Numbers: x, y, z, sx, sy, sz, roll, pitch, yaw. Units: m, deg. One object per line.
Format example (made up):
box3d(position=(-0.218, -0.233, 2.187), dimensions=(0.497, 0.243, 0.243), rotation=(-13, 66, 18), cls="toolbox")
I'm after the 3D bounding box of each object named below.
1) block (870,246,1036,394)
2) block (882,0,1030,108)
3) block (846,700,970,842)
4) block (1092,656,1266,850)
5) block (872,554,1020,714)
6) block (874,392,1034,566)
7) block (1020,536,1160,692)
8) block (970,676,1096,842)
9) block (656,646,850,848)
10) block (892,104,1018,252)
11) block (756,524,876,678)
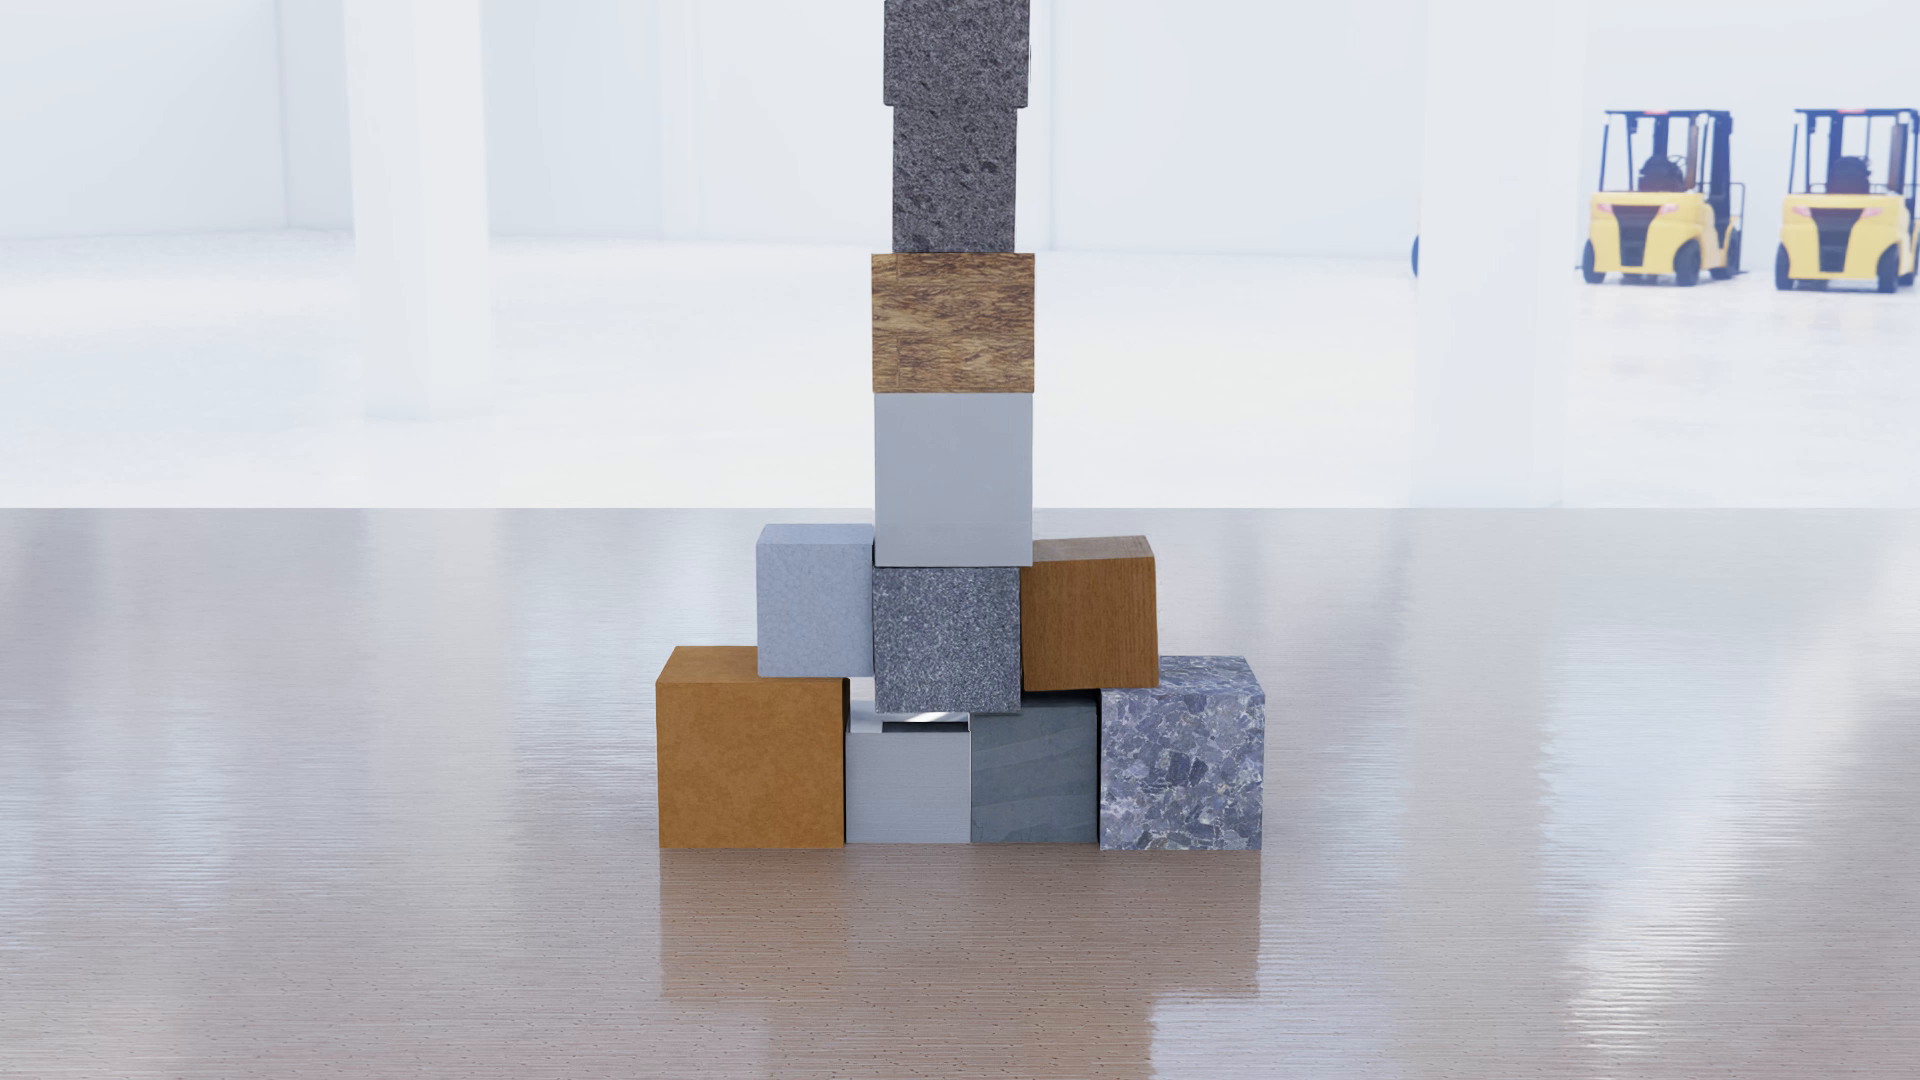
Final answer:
box3d(position=(-0.032, -1.115, 10.984), dimensions=(0.787, 0.672, 0.806), rotation=(0, 10, 0), cls="block")
box3d(position=(-0.017, -2.443, 10.741), dimensions=(0.690, 0.638, 0.696), rotation=(1, 10, 0), cls="block")
box3d(position=(-0.263, 1.192, 11.400), dimensions=(0.625, 0.576, 0.647), rotation=(0, 10, 0), cls="block")
box3d(position=(1.107, 1.085, 11.369), dimensions=(0.808, 0.797, 0.850), rotation=(0, 10, 0), cls="block")
box3d(position=(-0.065, 0.429, 11.239), dimensions=(0.722, 0.739, 0.748), rotation=(-1, 10, 0), cls="block")
box3d(position=(-0.030, -0.361, 11.107), dimensions=(0.771, 0.855, 0.790), rotation=(0, 10, 0), cls="block")
box3d(position=(0.644, 0.367, 11.261), dimensions=(0.677, 0.659, 0.605), rotation=(-3, 10, 0), cls="block")
box3d(position=(0.372, 1.124, 11.404), dimensions=(0.633, 0.700, 0.664), rotation=(-1, 10, 0), cls="block")
box3d(position=(-1.048, 1.055, 11.374), dimensions=(0.926, 0.854, 0.809), rotation=(0, 10, 0), cls="block")
box3d(position=(-0.027, -1.787, 10.845), dimensions=(0.592, 0.691, 0.631), rotation=(1, 10, 0), cls="block")
box3d(position=(-0.723, 0.300, 11.241), dimensions=(0.577, 0.679, 0.597), rotation=(0, 10, 0), cls="block")
